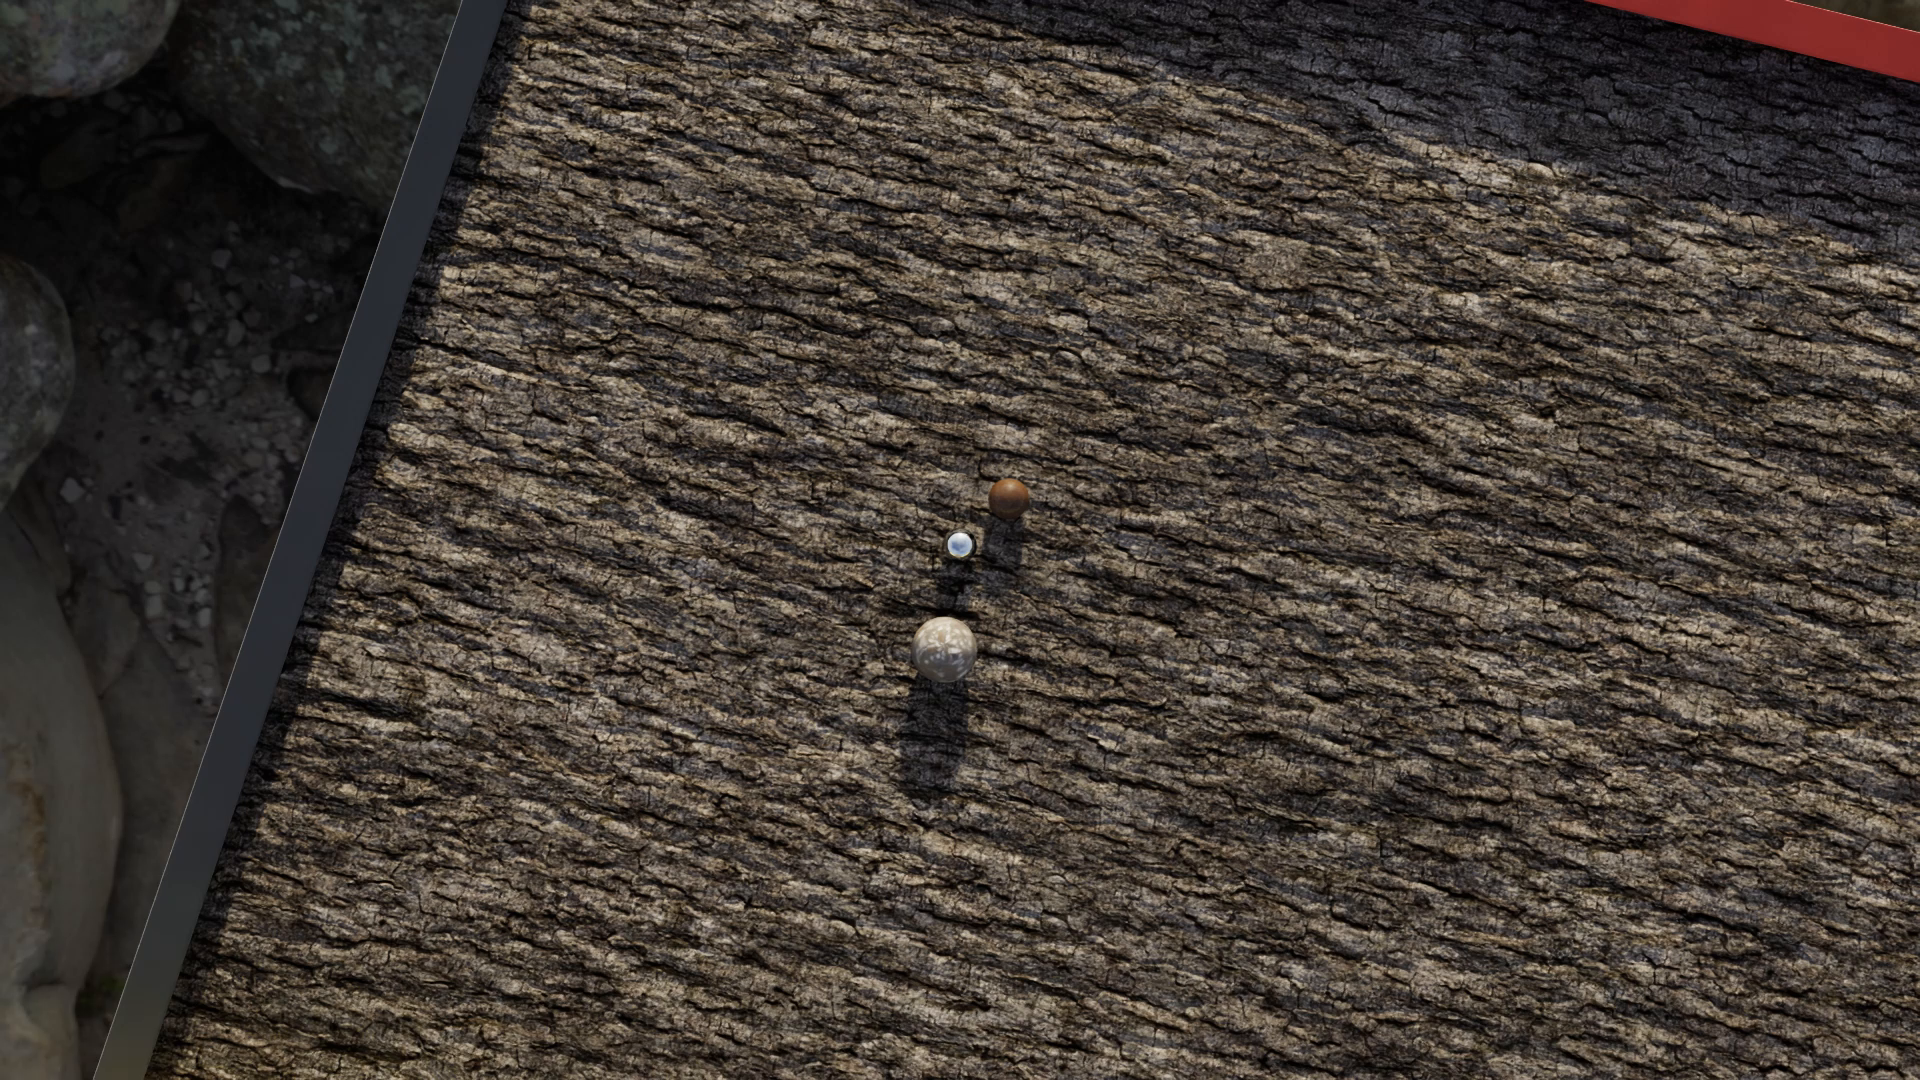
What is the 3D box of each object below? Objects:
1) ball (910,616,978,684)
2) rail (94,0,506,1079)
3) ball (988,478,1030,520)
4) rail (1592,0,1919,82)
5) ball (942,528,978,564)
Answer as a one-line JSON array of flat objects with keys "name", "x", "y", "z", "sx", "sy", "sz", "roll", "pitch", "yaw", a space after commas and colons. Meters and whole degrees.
[{"name": "ball", "x": -0.023, "y": 0.163, "z": 3.257, "sx": 0.099, "sy": 0.099, "sz": 0.099, "roll": 0, "pitch": 78, "yaw": 0}, {"name": "rail", "x": -0.902, "y": -0.244, "z": 3.328, "sx": 0.045, "sy": 0.128, "sz": 2.270, "roll": 15, "pitch": 78, "yaw": 3}, {"name": "ball", "x": 0.074, "y": -0.062, "z": 3.324, "sx": 0.063, "sy": 0.063, "sz": 0.063, "roll": 0, "pitch": 78, "yaw": 0}, {"name": "rail", "x": 1.214, "y": -0.812, "z": 3.449, "sx": 3.832, "sy": 0.128, "sz": 0.045, "roll": 15, "pitch": 78, "yaw": 3}, {"name": "ball", "x": -0.001, "y": 0.008, "z": 3.313, "sx": 0.053, "sy": 0.053, "sz": 0.053, "roll": 0, "pitch": 78, "yaw": 0}]
